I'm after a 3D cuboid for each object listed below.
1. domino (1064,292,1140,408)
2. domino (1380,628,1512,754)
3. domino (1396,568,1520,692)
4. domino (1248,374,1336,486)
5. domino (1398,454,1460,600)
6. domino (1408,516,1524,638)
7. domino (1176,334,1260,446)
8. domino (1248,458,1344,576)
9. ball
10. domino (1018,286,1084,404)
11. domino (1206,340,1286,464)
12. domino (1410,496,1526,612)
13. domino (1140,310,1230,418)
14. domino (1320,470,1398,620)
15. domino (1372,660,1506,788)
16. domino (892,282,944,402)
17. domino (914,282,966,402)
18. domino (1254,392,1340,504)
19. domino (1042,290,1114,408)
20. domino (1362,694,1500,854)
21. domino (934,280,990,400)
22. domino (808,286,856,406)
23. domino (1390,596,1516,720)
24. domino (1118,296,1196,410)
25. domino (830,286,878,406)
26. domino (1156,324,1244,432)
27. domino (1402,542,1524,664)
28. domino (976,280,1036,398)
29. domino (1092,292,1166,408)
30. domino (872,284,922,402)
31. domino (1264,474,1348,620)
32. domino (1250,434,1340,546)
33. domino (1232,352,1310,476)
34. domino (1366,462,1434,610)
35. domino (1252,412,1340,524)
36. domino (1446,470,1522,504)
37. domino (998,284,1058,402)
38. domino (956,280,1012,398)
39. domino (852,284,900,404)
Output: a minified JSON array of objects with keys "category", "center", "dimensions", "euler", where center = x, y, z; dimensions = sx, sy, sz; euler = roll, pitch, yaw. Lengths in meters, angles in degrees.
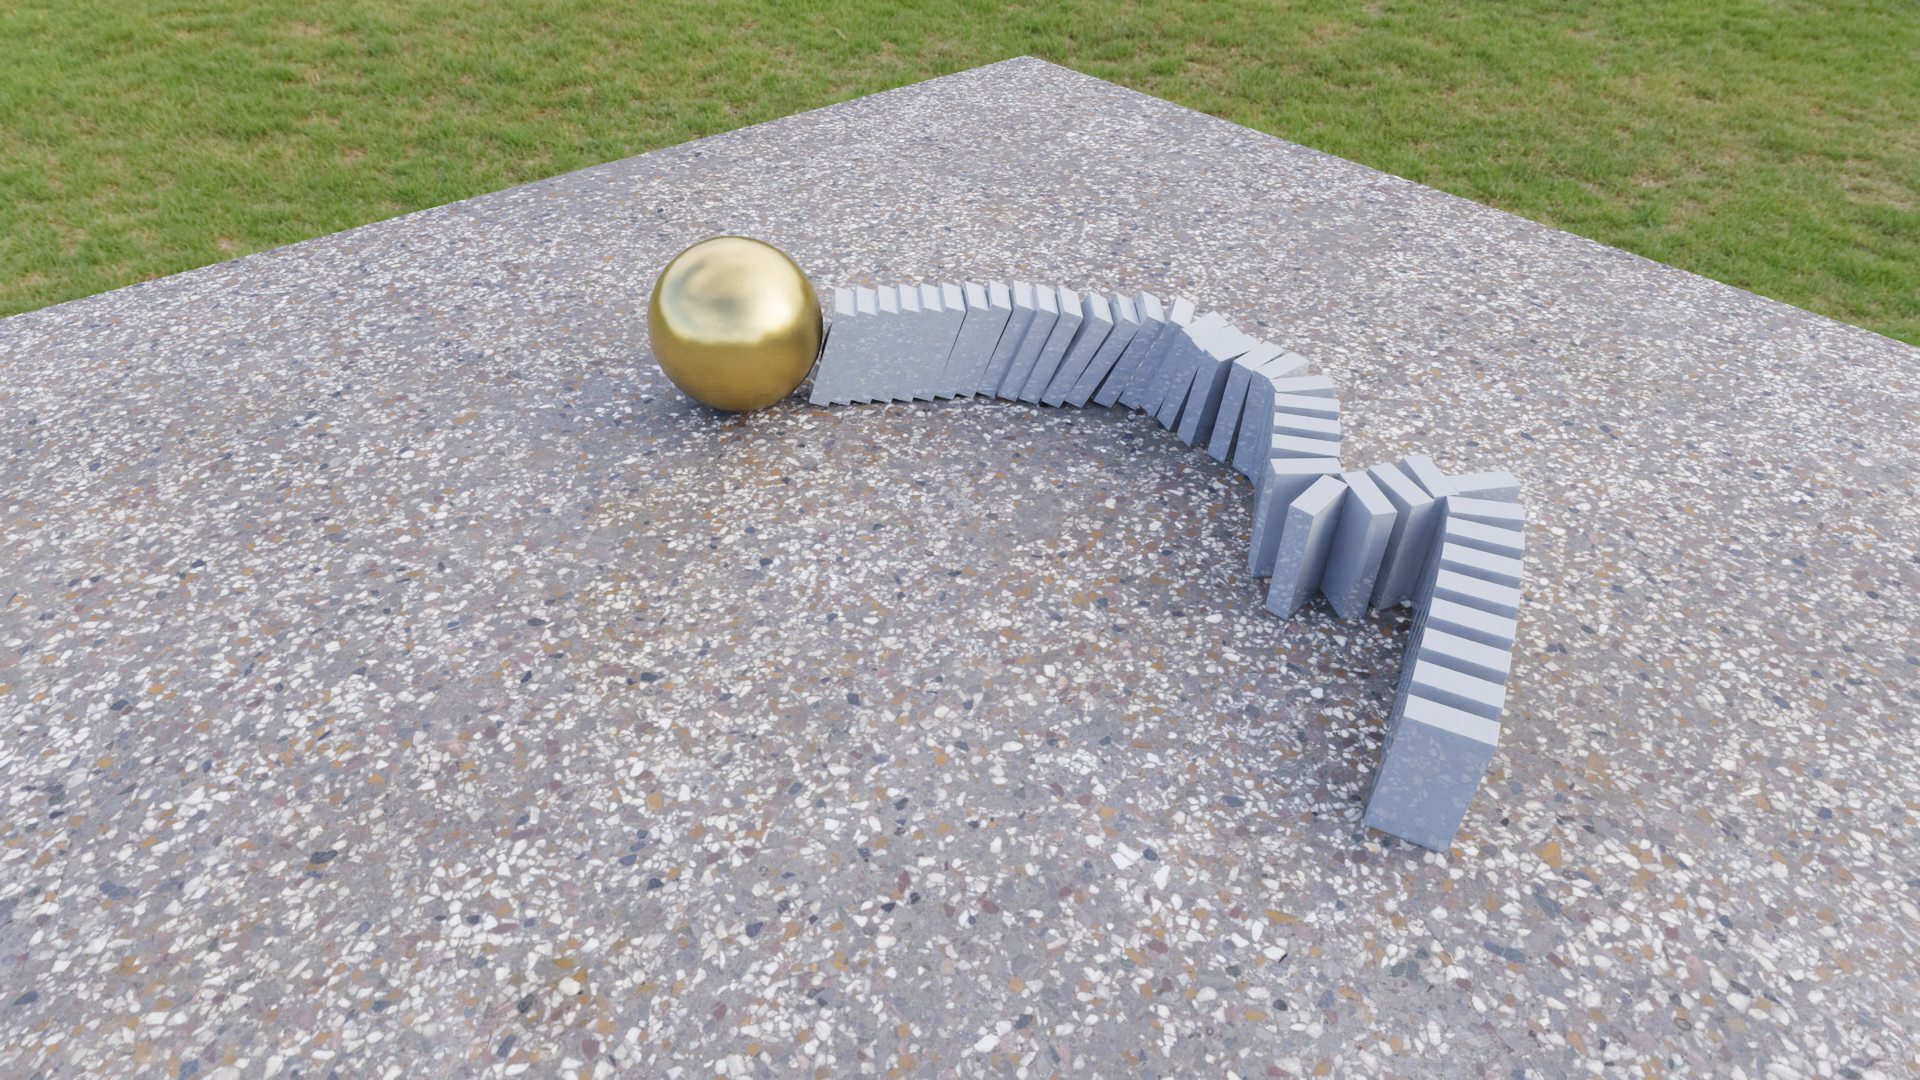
[{"category":"domino","center":[0.066,-0.090,0.522],"dimensions":[0.010,0.050,0.025],"euler":[22,35,-19]},{"category":"domino","center":[0.153,0.052,0.347],"dimensions":[0.025,0.050,0.009],"euler":[18,43,20]},{"category":"domino","center":[0.166,0.035,0.369],"dimensions":[0.025,0.050,0.009],"euler":[17,42,19]},{"category":"domino","center":[0.140,-0.045,0.466],"dimensions":[0.025,0.050,0.009],"euler":[-5,41,-6]},{"category":"domino","center":[0.172,-0.004,0.417],"dimensions":[0.009,0.050,0.025],"euler":[-5,40,-6]},{"category":"domino","center":[0.179,0.017,0.391],"dimensions":[0.025,0.050,0.009],"euler":[15,42,17]},{"category":"domino","center":[0.115,-0.066,0.492],"dimensions":[0.025,0.050,0.010],"euler":[-22,55,-25]},{"category":"domino","center":[0.128,-0.008,0.421],"dimensions":[0.025,0.050,0.010],"euler":[-1,39,-1]},{"category":"ball","center":[-0.104,-0.100,0.509],"dimensions":[0.080,0.080,0.080],"euler":[0,39,0]},{"category":"domino","center":[0.042,-0.093,0.525],"dimensions":[0.009,0.050,0.025],"euler":[17,37,-15]},{"category":"domino","center":[0.126,-0.060,0.484],"dimensions":[0.025,0.050,0.009],"euler":[-32,55,-33]},{"category":"domino","center":[0.184,0.008,0.402],"dimensions":[0.025,0.050,0.009],"euler":[7,40,9]},{"category":"domino","center":[0.104,-0.081,0.510],"dimensions":[0.025,0.050,0.010],"euler":[-33,70,-33]},{"category":"domino","center":[0.146,0.002,0.409],"dimensions":[0.009,0.050,0.025],"euler":[-7,40,-9]},{"category":"domino","center":[0.146,0.061,0.337],"dimensions":[0.025,0.050,0.009],"euler":[18,43,20]},{"category":"domino","center":[-0.021,-0.094,0.526],"dimensions":[0.009,0.050,0.025],"euler":[12,37,-16]},{"category":"domino","center":[-0.011,-0.095,0.527],"dimensions":[0.009,0.050,0.025],"euler":[12,37,-16]},{"category":"domino","center":[0.139,-0.036,0.455],"dimensions":[0.025,0.050,0.009],"euler":[8,40,9]},{"category":"domino","center":[0.054,-0.090,0.523],"dimensions":[0.010,0.050,0.025],"euler":[20,36,-18]},{"category":"domino","center":[0.139,0.070,0.326],"dimensions":[0.025,0.050,0.009],"euler":[17,42,20]},{"category":"domino","center":[-0.001,-0.095,0.528],"dimensions":[0.009,0.050,0.025],"euler":[12,36,-17]},{"category":"domino","center":[-0.061,-0.092,0.523],"dimensions":[0.009,0.050,0.025],"euler":[12,37,-16]},{"category":"domino","center":[0.160,0.044,0.358],"dimensions":[0.025,0.050,0.010],"euler":[17,42,20]},{"category":"domino","center":[0.093,-0.088,0.519],"dimensions":[0.010,0.050,0.025],"euler":[27,42,-3]},{"category":"domino","center":[-0.051,-0.092,0.524],"dimensions":[0.010,0.050,0.025],"euler":[12,37,-16]},{"category":"domino","center":[0.109,-0.073,0.500],"dimensions":[0.025,0.050,0.009],"euler":[-22,61,-25]},{"category":"domino","center":[0.173,0.026,0.380],"dimensions":[0.025,0.050,0.009],"euler":[16,42,19]},{"category":"domino","center":[0.021,-0.097,0.529],"dimensions":[0.010,0.050,0.025],"euler":[16,37,-15]},{"category":"domino","center":[0.079,-0.090,0.522],"dimensions":[0.010,0.050,0.025],"euler":[20,37,-15]},{"category":"domino","center":[-0.031,-0.094,0.526],"dimensions":[0.009,0.050,0.025],"euler":[12,37,-16]},{"category":"domino","center":[0.128,0.003,0.408],"dimensions":[0.010,0.050,0.025],"euler":[30,48,32]},{"category":"domino","center":[0.131,-0.017,0.432],"dimensions":[0.025,0.050,0.009],"euler":[9,40,11]},{"category":"domino","center":[0.135,-0.054,0.478],"dimensions":[0.025,0.050,0.009],"euler":[-26,47,-28]},{"category":"domino","center":[0.159,-0.001,0.413],"dimensions":[0.010,0.050,0.025],"euler":[-13,41,-16]},{"category":"domino","center":[0.135,-0.026,0.443],"dimensions":[0.025,0.050,0.010],"euler":[10,40,12]},{"category":"domino","center":[0.190,-0.002,0.414],"dimensions":[0.025,0.050,0.009],"euler":[-5,40,-6]},{"category":"domino","center":[0.031,-0.094,0.527],"dimensions":[0.010,0.050,0.025],"euler":[16,37,-15]},{"category":"domino","center":[0.010,-0.096,0.529],"dimensions":[0.010,0.050,0.025],"euler":[15,37,-14]},{"category":"domino","center":[-0.041,-0.093,0.525],"dimensions":[0.009,0.050,0.025],"euler":[12,37,-16]}]
